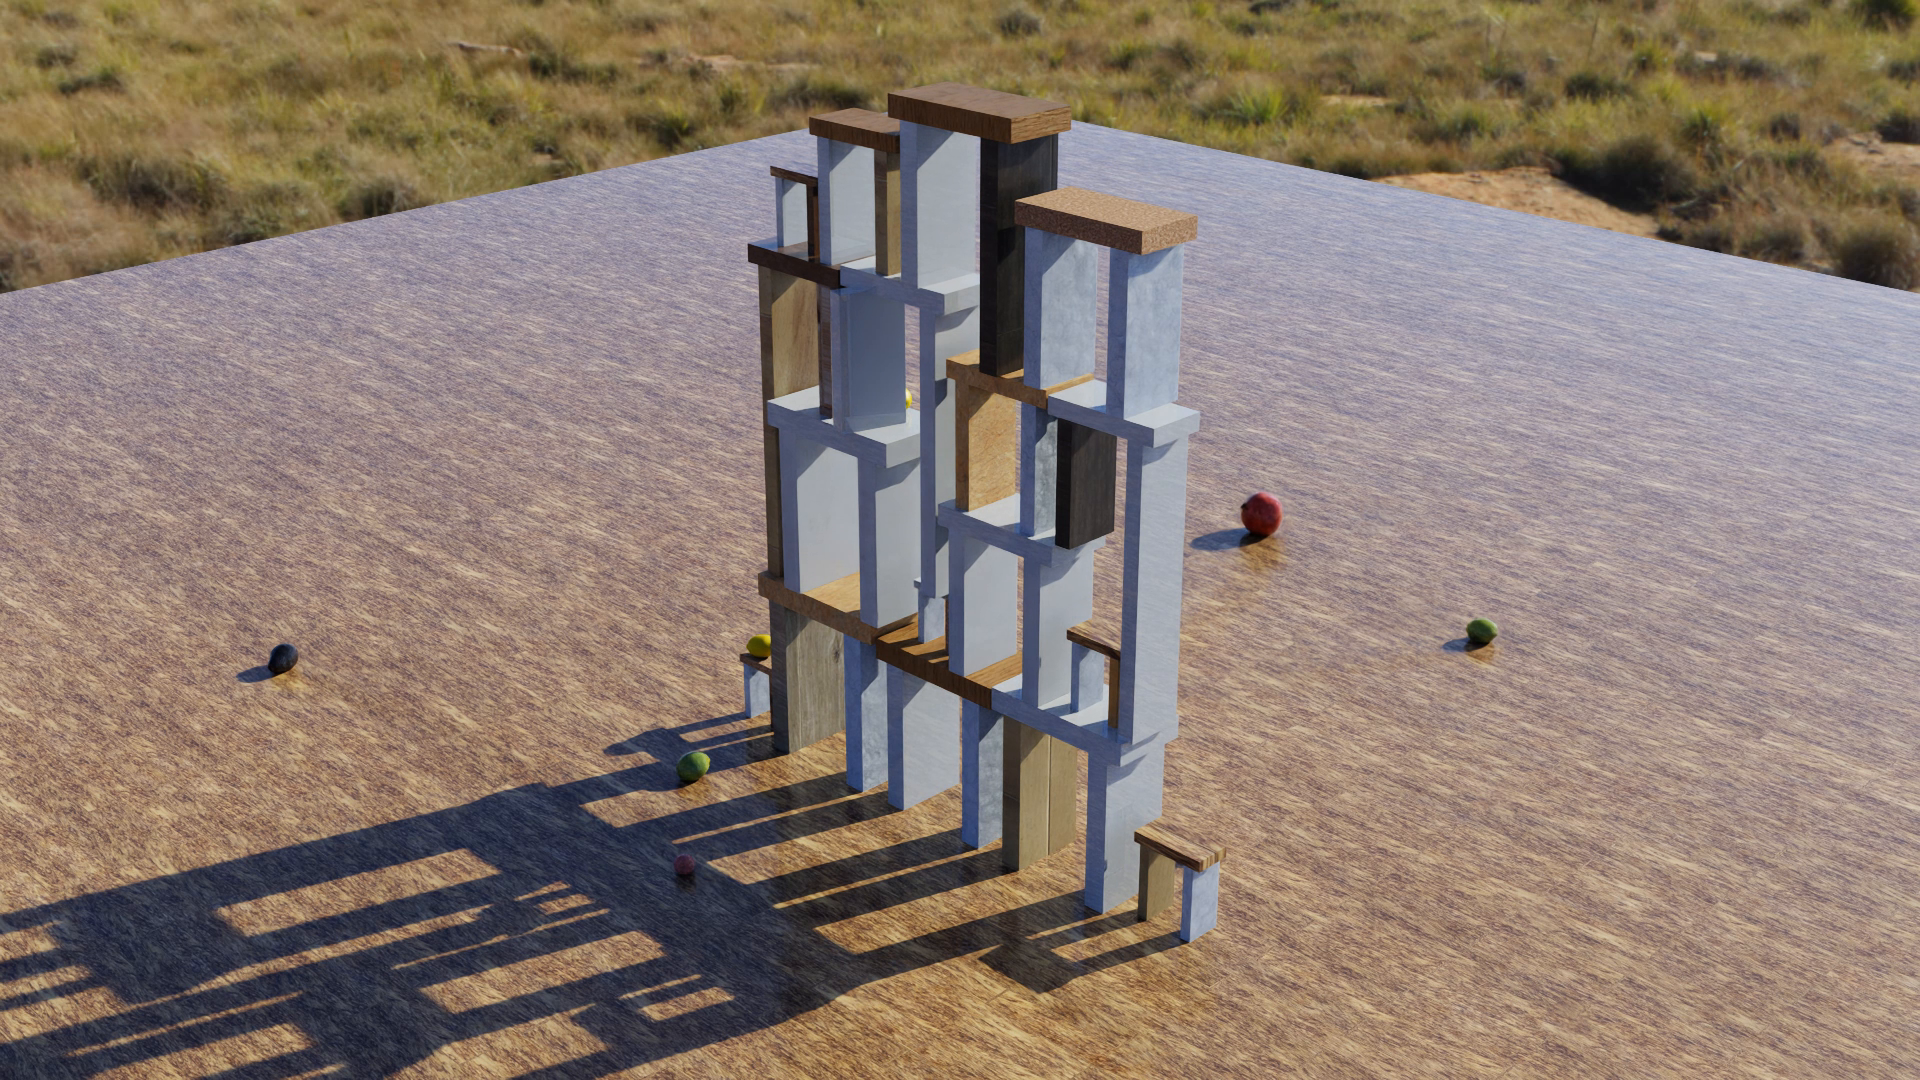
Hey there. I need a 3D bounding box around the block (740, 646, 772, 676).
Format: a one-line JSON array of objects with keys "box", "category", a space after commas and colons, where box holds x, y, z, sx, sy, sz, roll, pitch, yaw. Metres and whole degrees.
[{"box": [-0.413, 0.265, 4.782, 0.129, 0.018, 0.064, 21, 31, 41], "category": "block"}]

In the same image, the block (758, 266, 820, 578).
[{"box": [-0.338, -0.249, 4.487, 0.133, 0.663, 0.038, -21, 31, -40], "category": "block"}]

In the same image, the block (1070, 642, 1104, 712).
[{"box": [0.236, 0.242, 4.065, 0.020, 0.139, 0.069, 21, 31, 41], "category": "block"}]

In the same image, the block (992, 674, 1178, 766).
[{"box": [0.232, 0.322, 4.114, 0.324, 0.046, 0.162, 21, 31, 41], "category": "block"}]

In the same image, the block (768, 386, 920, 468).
[{"box": [-0.201, -0.230, 4.338, 0.174, 0.049, 0.347, -21, 31, -41], "category": "block"}]

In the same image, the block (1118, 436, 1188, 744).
[{"box": [0.340, 0.082, 3.885, 0.034, 0.575, 0.121, 21, 31, 41], "category": "block"}]

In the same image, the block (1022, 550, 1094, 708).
[{"box": [0.181, 0.151, 4.085, 0.041, 0.291, 0.145, 21, 31, 41], "category": "block"}]

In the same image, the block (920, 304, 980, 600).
[{"box": [-0.013, -0.175, 4.172, 0.039, 0.574, 0.138, 20, 30, 39], "category": "block"}]

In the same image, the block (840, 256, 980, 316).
[{"box": [-0.079, -0.482, 4.112, 0.276, 0.039, 0.138, 21, 31, 40], "category": "block"}]

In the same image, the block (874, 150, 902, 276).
[{"box": [-0.105, -0.617, 4.081, 0.033, 0.232, 0.116, 21, 30, 40], "category": "block"}]

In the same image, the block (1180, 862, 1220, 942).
[{"box": [0.440, 0.652, 4.026, 0.077, 0.155, 0.022, -21, 31, -41], "category": "block"}]

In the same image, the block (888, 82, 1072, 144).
[{"box": [0.032, -0.755, 3.872, 0.303, 0.043, 0.152, 21, 31, 40], "category": "block"}]

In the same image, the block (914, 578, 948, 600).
[{"box": [-0.030, 0.092, 4.298, 0.114, 0.016, 0.057, 20, 30, 39], "category": "block"}]

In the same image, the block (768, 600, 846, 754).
[{"box": [-0.320, 0.266, 4.689, 0.049, 0.346, 0.173, 21, 31, 41], "category": "block"}]

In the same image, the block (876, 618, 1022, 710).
[{"box": [0.001, 0.237, 4.329, 0.159, 0.045, 0.319, -21, 31, -41], "category": "block"}]

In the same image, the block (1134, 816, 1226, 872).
[{"box": [0.403, 0.556, 4.025, 0.077, 0.022, 0.155, -21, 31, -41], "category": "block"}]

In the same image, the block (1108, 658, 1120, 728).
[{"box": [0.301, 0.268, 4.005, 0.020, 0.139, 0.069, 21, 31, 41], "category": "block"}]

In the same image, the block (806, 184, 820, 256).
[{"box": [-0.263, -0.623, 4.248, 0.068, 0.137, 0.019, -21, 31, -40], "category": "block"}]

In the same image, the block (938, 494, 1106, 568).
[{"box": [0.113, -0.028, 4.083, 0.291, 0.041, 0.145, 21, 31, 41], "category": "block"}]

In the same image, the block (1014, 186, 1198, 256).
[{"box": [0.246, -0.544, 3.733, 0.286, 0.041, 0.143, 21, 31, 40], "category": "block"}]

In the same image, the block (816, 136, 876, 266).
[{"box": [-0.215, -0.655, 4.185, 0.116, 0.244, 0.033, -21, 31, -40], "category": "block"}]

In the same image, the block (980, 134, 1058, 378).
[{"box": [0.104, -0.512, 3.898, 0.152, 0.425, 0.043, -21, 31, -41], "category": "block"}]

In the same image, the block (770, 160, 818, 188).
[{"box": [-0.296, -0.708, 4.247, 0.068, 0.019, 0.137, -21, 31, -41], "category": "block"}]

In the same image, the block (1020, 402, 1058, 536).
[{"box": [0.165, -0.143, 3.983, 0.035, 0.249, 0.125, 21, 31, 40], "category": "block"}]

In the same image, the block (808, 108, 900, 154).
[{"box": [-0.159, -0.760, 4.080, 0.232, 0.033, 0.116, 21, 31, 40], "category": "block"}]

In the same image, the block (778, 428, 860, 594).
[{"box": [-0.282, -0.080, 4.492, 0.174, 0.347, 0.049, -21, 31, -41], "category": "block"}]

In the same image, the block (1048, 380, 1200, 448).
[{"box": [0.283, -0.221, 3.818, 0.243, 0.034, 0.122, 21, 31, 41], "category": "block"}]

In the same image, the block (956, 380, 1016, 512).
[{"box": [0.048, -0.189, 4.091, 0.035, 0.249, 0.125, 21, 31, 41], "category": "block"}]

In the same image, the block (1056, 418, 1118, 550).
[{"box": [0.226, -0.115, 3.925, 0.034, 0.243, 0.121, 21, 31, 40], "category": "block"}]

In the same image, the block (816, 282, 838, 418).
[{"box": [-0.215, -0.383, 4.295, 0.133, 0.266, 0.038, -21, 31, -41], "category": "block"}]

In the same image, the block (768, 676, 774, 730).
[{"box": [-0.383, 0.345, 4.783, 0.018, 0.129, 0.064, 21, 31, 41], "category": "block"}]

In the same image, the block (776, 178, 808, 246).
[{"box": [-0.328, -0.649, 4.307, 0.019, 0.137, 0.068, 21, 31, 40], "category": "block"}]

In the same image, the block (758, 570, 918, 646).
[{"box": [-0.238, 0.116, 4.537, 0.173, 0.049, 0.346, -21, 31, -41], "category": "block"}]

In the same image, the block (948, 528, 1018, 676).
[{"box": [0.044, 0.101, 4.212, 0.041, 0.297, 0.145, 21, 31, 41], "category": "block"}]

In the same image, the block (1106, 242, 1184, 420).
[{"box": [0.314, -0.364, 3.736, 0.041, 0.293, 0.143, 21, 31, 41], "category": "block"}]

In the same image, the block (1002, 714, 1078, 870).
[{"box": [0.155, 0.462, 4.257, 0.046, 0.324, 0.162, 21, 31, 41], "category": "block"}]

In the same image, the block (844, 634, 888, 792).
[{"box": [-0.156, 0.330, 4.539, 0.049, 0.346, 0.173, 21, 31, 41], "category": "block"}]

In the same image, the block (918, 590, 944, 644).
[{"box": [-0.057, 0.142, 4.349, 0.057, 0.114, 0.016, -21, 31, -41], "category": "block"}]

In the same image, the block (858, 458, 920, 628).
[{"box": [-0.119, -0.016, 4.340, 0.174, 0.347, 0.049, -21, 31, -41], "category": "block"}]

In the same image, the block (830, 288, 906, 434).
[{"box": [-0.174, -0.348, 4.200, 0.138, 0.276, 0.039, -12, 26, -27], "category": "block"}]

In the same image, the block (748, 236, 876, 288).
[{"box": [-0.277, -0.548, 4.294, 0.133, 0.038, 0.266, -21, 31, -40], "category": "block"}]

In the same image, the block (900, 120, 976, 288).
[{"box": [-0.039, -0.623, 4.005, 0.043, 0.303, 0.152, 21, 31, 40], "category": "block"}]

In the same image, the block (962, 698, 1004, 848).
[{"box": [0.076, 0.434, 4.331, 0.045, 0.319, 0.159, 21, 31, 41], "category": "block"}]

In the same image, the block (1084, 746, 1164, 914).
[{"box": [0.308, 0.522, 4.116, 0.046, 0.324, 0.162, 21, 31, 41], "category": "block"}]

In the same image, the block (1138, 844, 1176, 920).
[{"box": [0.367, 0.624, 4.093, 0.077, 0.155, 0.022, -21, 31, -41], "category": "block"}]

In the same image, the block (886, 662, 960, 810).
[{"box": [-0.074, 0.375, 4.469, 0.045, 0.319, 0.159, 21, 31, 41], "category": "block"}]

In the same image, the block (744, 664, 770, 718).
[{"box": [-0.444, 0.321, 4.839, 0.018, 0.129, 0.064, 21, 31, 41], "category": "block"}]

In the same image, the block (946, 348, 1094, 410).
[{"box": [0.107, -0.297, 3.981, 0.125, 0.035, 0.249, -21, 31, -41], "category": "block"}]

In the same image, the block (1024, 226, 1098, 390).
[{"box": [0.177, -0.420, 3.859, 0.041, 0.286, 0.143, 21, 31, 41], "category": "block"}]

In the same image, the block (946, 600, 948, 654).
[{"box": [-0.003, 0.163, 4.299, 0.016, 0.114, 0.057, 21, 31, 41], "category": "block"}]

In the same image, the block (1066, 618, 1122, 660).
[{"box": [0.269, 0.182, 4.004, 0.139, 0.020, 0.069, 21, 31, 41], "category": "block"}]
